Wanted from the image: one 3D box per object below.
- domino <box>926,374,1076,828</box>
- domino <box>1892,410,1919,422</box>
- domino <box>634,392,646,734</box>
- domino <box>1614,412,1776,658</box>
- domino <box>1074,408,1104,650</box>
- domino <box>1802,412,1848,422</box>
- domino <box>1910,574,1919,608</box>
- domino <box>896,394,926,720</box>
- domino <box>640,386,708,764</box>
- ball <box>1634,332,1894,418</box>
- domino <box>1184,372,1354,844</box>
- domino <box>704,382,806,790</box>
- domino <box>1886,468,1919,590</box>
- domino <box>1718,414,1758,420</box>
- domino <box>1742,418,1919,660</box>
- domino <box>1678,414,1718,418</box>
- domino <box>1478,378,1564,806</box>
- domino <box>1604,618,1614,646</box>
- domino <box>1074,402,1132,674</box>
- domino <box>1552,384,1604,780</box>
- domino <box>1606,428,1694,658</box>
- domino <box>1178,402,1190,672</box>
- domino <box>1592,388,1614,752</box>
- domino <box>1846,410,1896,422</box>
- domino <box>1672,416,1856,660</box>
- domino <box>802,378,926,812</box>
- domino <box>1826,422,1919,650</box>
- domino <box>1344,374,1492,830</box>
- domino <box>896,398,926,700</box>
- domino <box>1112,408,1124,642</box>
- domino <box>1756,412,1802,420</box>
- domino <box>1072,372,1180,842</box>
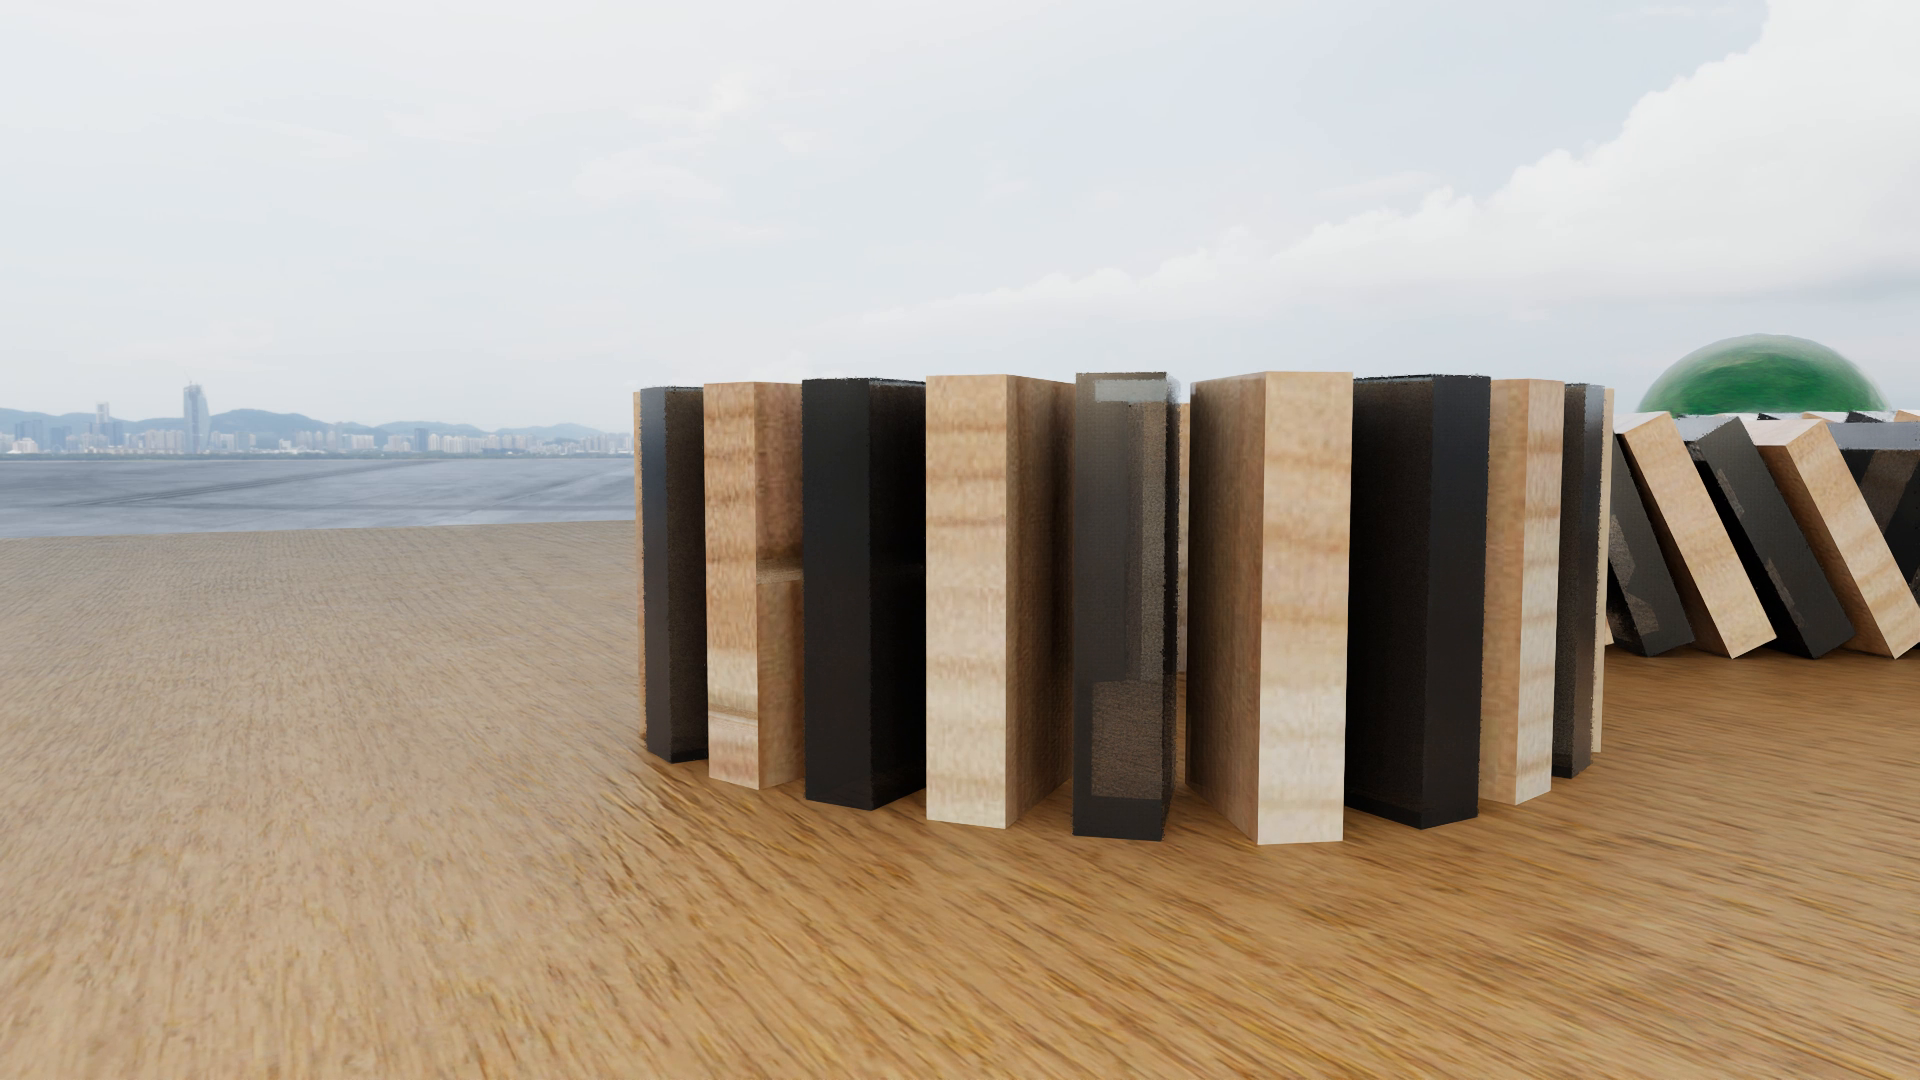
[{"bbox_3d":[0.005,0.006,0.153,0.009,0.050,0.025,2,5,22],"label":"domino"},{"bbox_3d":[0.220,-0.005,0.299,0.025,0.050,0.010,-2,25,-28],"label":"domino"},{"bbox_3d":[-0.036,0.003,0.194,0.025,0.050,0.010,-1,4,-9],"label":"domino"},{"bbox_3d":[0.147,-0.002,0.265,0.010,0.050,0.025,-27,2,5],"label":"domino"},{"bbox_3d":[0.024,-0.003,0.277,0.010,0.050,0.025,0,4,-3],"label":"domino"},{"bbox_3d":[0.210,-0.006,0.317,0.025,0.050,0.009,-2,25,-28],"label":"domino"},{"bbox_3d":[0.227,-0.004,0.280,0.025,0.050,0.010,-2,25,-27],"label":"domino"},{"bbox_3d":[0.000,0.002,0.201,0.025,0.050,0.010,0,4,0],"label":"domino"},{"bbox_3d":[-0.031,0.004,0.180,0.025,0.050,0.010,-3,5,-33],"label":"domino"},{"bbox_3d":[0.272,-0.030,0.439,0.080,0.080,0.080,0,4,0],"label":"ball"},{"bbox_3d":[0.035,0.006,0.148,0.009,0.050,0.025,-1,4,-8],"label":"domino"},{"bbox_3d":[-0.020,0.005,0.169,0.010,0.050,0.025,4,6,40],"label":"domino"},{"bbox_3d":[0.223,-0.004,0.290,0.025,0.050,0.009,-2,25,-27],"label":"domino"},{"bbox_3d":[0.200,-0.008,0.335,0.025,0.050,0.009,-2,25,-28],"label":"domino"},{"bbox_3d":[0.174,-0.001,0.263,0.010,0.050,0.025,-33,9,-5],"label":"domino"},{"bbox_3d":[0.195,-0.008,0.344,0.025,0.050,0.010,-2,25,-28],"label":"domino"},{"bbox_3d":[0.061,0.005,0.162,0.010,0.050,0.025,-4,6,-42],"label":"domino"},{"bbox_3d":[0.121,-0.003,0.269,0.010,0.050,0.025,-17,2,9],"label":"domino"},{"bbox_3d":[0.024,-0.001,0.248,0.010,0.050,0.025,-1,4,-15],"label":"domino"},{"bbox_3d":[0.071,0.005,0.173,0.025,0.050,0.010,3,6,39],"label":"domino"},{"bbox_3d":[0.133,-0.002,0.267,0.009,0.050,0.025,-22,2,7],"label":"domino"},{"bbox_3d":[0.039,-0.001,0.251,0.010,0.050,0.025,0,4,-3],"label":"domino"},{"bbox_3d":[0.079,0.004,0.185,0.025,0.050,0.009,2,5,27],"label":"domino"},{"bbox_3d":[0.215,-0.006,0.308,0.025,0.050,0.010,-2,25,-28],"label":"domino"},{"bbox_3d":[0.160,-0.001,0.264,0.009,0.050,0.025,-30,4,2],"label":"domino"},{"bbox_3d":[-0.008,0.006,0.160,0.010,0.050,0.025,3,5,30],"label":"domino"},{"bbox_3d":[0.190,0.000,0.261,0.010,0.050,0.025,-39,21,-21],"label":"domino"},{"bbox_3d":[0.049,0.006,0.153,0.009,0.050,0.025,-3,5,-31],"label":"domino"},{"bbox_3d":[0.000,0.001,0.216,0.025,0.050,0.010,0,4,1],"label":"domino"},{"bbox_3d":[0.039,-0.003,0.277,0.009,0.050,0.025,0,4,0],"label":"domino"},{"bbox_3d":[0.205,-0.007,0.326,0.025,0.050,0.010,-2,25,-28],"label":"domino"},{"bbox_3d":[0.020,0.006,0.149,0.009,0.050,0.025,1,4,13],"label":"domino"}]
